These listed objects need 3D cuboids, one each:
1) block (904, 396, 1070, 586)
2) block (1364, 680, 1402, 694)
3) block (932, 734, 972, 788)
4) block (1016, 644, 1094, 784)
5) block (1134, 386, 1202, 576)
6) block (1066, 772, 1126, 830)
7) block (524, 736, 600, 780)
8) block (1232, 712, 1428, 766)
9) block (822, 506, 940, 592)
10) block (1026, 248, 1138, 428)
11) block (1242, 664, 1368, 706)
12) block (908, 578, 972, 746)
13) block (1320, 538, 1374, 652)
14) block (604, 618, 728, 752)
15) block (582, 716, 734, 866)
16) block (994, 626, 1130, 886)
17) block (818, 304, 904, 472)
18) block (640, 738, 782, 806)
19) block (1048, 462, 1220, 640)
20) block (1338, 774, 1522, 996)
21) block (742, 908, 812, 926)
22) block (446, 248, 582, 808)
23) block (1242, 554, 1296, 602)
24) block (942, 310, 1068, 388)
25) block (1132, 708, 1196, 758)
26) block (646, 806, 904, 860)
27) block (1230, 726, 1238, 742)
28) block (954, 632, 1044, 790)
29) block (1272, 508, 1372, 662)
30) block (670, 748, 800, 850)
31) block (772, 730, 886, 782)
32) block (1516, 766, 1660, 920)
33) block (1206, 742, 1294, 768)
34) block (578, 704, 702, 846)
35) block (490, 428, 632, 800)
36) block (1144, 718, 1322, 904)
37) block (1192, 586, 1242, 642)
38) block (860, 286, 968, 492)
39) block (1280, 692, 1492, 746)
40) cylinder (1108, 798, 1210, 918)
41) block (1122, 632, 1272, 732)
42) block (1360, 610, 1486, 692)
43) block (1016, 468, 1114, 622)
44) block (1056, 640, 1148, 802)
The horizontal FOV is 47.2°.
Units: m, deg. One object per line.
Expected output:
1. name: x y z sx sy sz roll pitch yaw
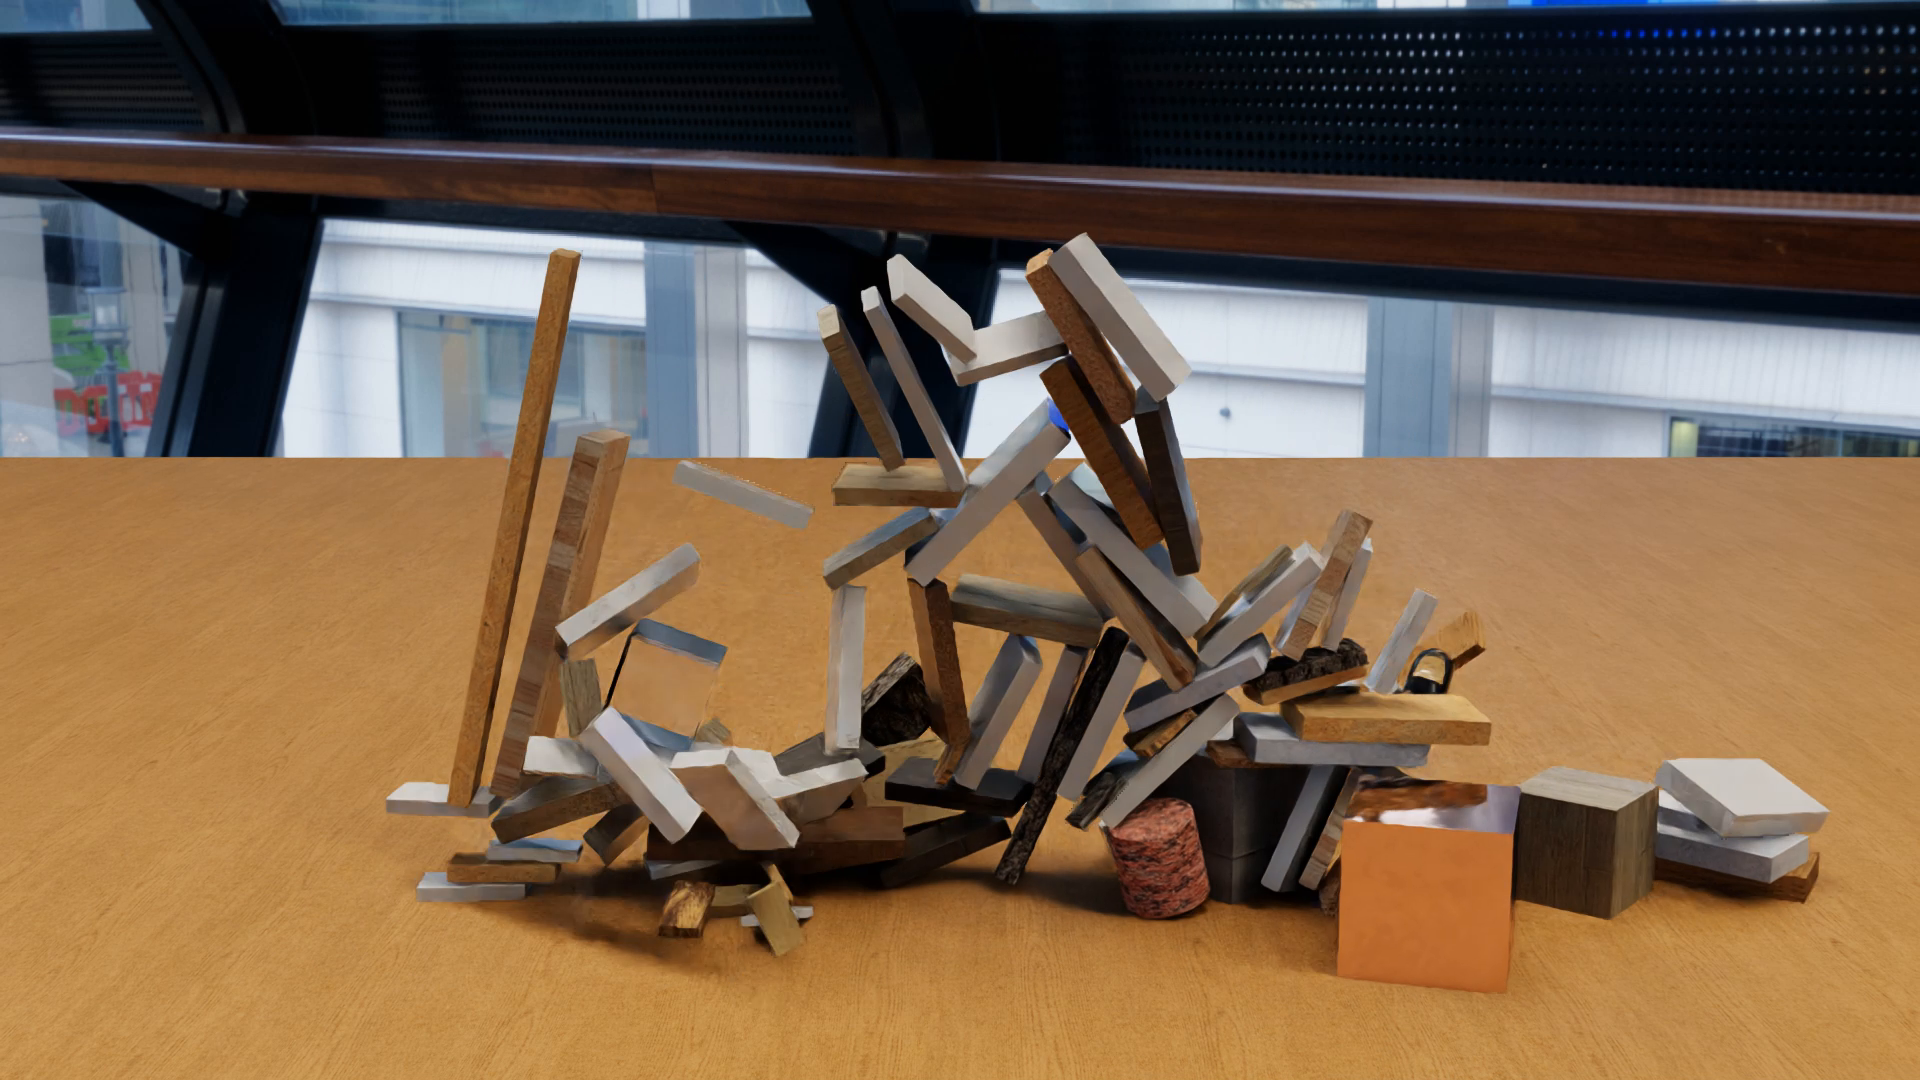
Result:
1. block: 0.043 -0.080 3.591 0.046 0.340 0.162 42 14 -12
2. block: 0.806 0.279 4.189 0.014 0.050 0.100 31 15 -23
3. block: -0.013 0.363 3.715 0.015 0.103 0.051 24 12 -16
4. block: 0.167 0.275 3.712 0.036 0.254 0.127 23 24 9
5. block: 0.333 -0.098 3.504 0.040 0.280 0.140 -12 21 13
6. block: 0.219 0.420 3.544 0.105 0.015 0.053 -47 17 -15
7. block: -0.620 0.340 3.436 0.115 0.058 0.016 5 -28 1
8. block: 0.604 0.325 3.599 0.286 0.041 0.143 2 13 -8
9. block: -0.131 0.009 3.590 0.202 0.029 0.101 -30 15 4
10. block: 0.195 -0.323 3.493 0.040 0.280 0.140 -29 14 13
11. block: 0.564 0.227 3.607 0.184 0.026 0.092 -15 10 -11
12. block: -0.035 0.199 3.659 0.038 0.265 0.133 -11 8 -12
13. block: 0.628 0.085 3.581 0.025 0.177 0.089 18 16 2
14. block: -0.485 0.237 3.605 0.152 0.152 0.152 20 10 -3
15. block: -0.513 0.431 3.762 0.298 0.042 0.149 -43 -9 -14
16. block: 0.173 0.359 3.692 0.038 0.447 0.134 25 7 7
17. block: -0.157 -0.242 3.506 0.031 0.258 0.109 -23 30 5
18. block: -0.413 0.384 3.597 0.257 0.036 0.128 12 28 -31
19. block: 0.284 0.015 3.575 0.323 0.046 0.162 46 15 2
20. block: 0.720 0.521 3.364 0.247 0.247 0.247 3 11 16
21. block: -0.288 0.595 3.479 0.051 0.015 0.162 -4 -5 19
22. block: -0.724 -0.017 3.563 0.036 0.912 0.128 12 10 -6
23. block: 0.499 0.057 3.559 0.101 0.014 0.050 -43 4 13
24. block: 0.071 -0.305 3.487 0.184 0.026 0.092 -17 44 -6
25. block: 0.329 0.310 3.549 0.105 0.015 0.053 -40 10 -17
26. block: -0.305 0.489 3.665 0.422 0.033 0.117 0 21 -2
27. block: 0.516 0.334 3.681 0.129 0.018 0.064 3 12 7
28. block: 0.059 0.280 3.691 0.036 0.254 0.127 22 20 -16
29. block: 0.586 0.071 3.565 0.034 0.254 0.121 27 4 -1
30. block: -0.329 0.383 3.224 0.101 0.202 0.029 -8 43 32
31. block: -0.255 0.397 3.737 0.234 0.033 0.117 -26 44 -34
32. block: 1.033 0.499 3.653 0.184 0.184 0.184 8 13 38
33. block: 0.474 0.351 3.597 0.129 0.018 0.064 2 19 -16
34. block: -0.488 0.359 3.367 0.031 0.219 0.109 -39 5 12
35. block: -0.659 0.121 3.625 0.042 0.613 0.149 17 10 6
36. block: 0.452 0.452 3.760 0.239 0.239 0.239 -10 14 -42
37. block: 0.418 0.120 3.573 0.014 0.101 0.050 40 18 4
38. block: -0.072 -0.237 3.478 0.026 0.339 0.092 -24 26 5
39. block: 0.693 0.290 3.597 0.311 0.041 0.143 2 13 -7
40. cylinder: 0.324 0.517 3.583 0.142 0.142 0.142 -12 19 4
41. block: 0.387 0.232 3.583 0.241 0.034 0.121 -27 8 20
42. block: 0.808 0.297 4.214 0.025 0.501 0.089 31 40 -23
43. block: 0.181 -0.001 3.635 0.038 0.265 0.133 -31 21 15
44. block: 0.240 0.290 3.606 0.038 0.267 0.134 26 17 6
